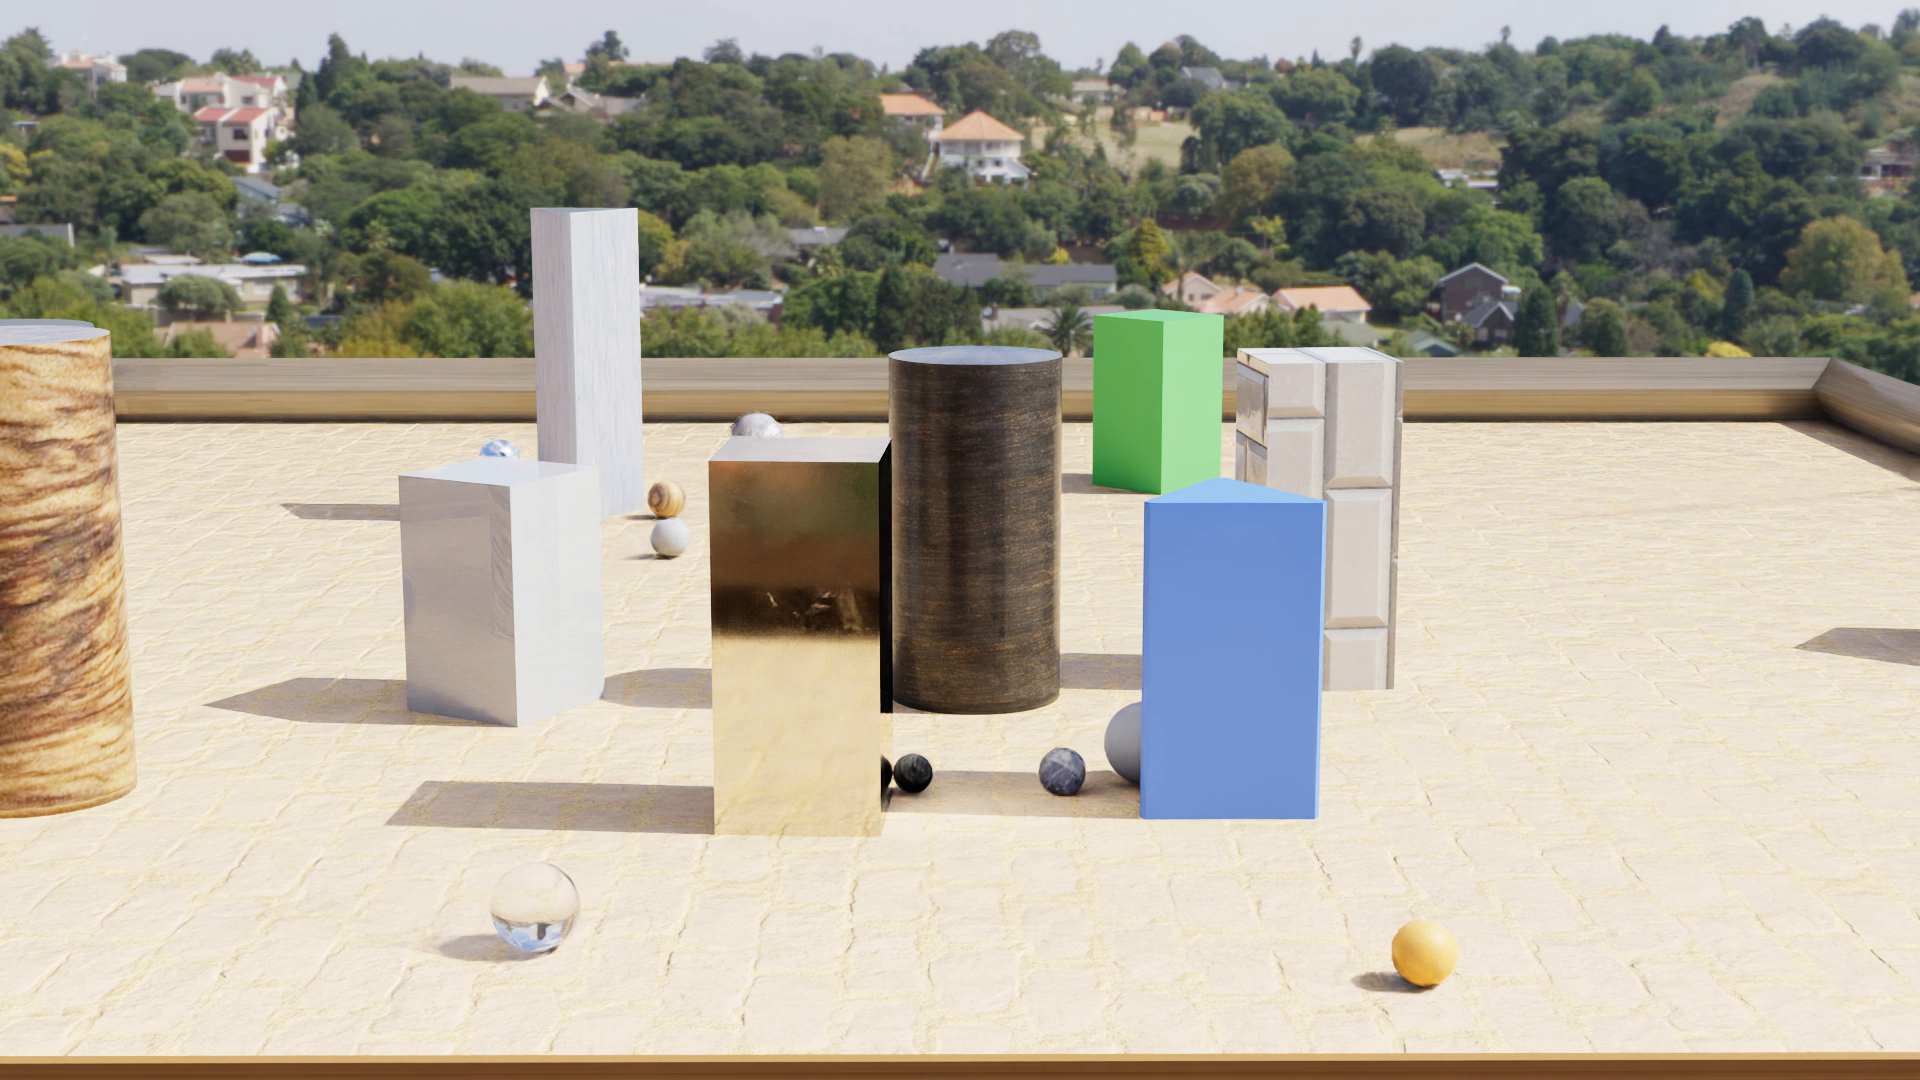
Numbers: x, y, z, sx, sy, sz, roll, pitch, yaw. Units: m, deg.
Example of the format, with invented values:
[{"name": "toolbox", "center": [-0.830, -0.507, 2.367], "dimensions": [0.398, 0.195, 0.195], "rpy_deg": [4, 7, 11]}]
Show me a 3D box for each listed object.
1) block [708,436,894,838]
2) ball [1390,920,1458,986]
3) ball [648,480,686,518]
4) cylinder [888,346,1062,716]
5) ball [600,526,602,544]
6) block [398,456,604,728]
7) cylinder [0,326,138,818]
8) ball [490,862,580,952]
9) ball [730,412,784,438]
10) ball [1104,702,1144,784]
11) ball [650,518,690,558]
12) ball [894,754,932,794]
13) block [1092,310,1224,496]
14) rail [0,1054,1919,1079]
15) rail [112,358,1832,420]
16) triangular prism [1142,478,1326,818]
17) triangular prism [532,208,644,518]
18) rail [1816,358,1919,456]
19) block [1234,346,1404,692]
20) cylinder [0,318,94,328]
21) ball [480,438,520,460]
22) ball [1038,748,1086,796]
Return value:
[{"name": "block", "center": [-0.151, 0.091, 2.503], "dimensions": [0.160, 0.363, 0.160], "rpy_deg": [1, 10, 3]}, {"name": "ball", "center": [0.372, 0.331, 2.058], "dimensions": [0.053, 0.053, 0.053], "rpy_deg": [0, 10, 0]}, {"name": "ball", "center": [-0.479, -0.067, 4.181], "dimensions": [0.062, 0.062, 0.062], "rpy_deg": [0, 10, 0]}, {"name": "cylinder", "center": [0.017, -0.016, 2.976], "dimensions": [0.200, 0.400, 0.200], "rpy_deg": [0, 10, 0]}, {"name": "ball", "center": [-0.573, -0.007, 3.757], "dimensions": [0.098, 0.098, 0.098], "rpy_deg": [0, 10, 0]}, {"name": "block", "center": [-0.523, 0.055, 2.941], "dimensions": [0.160, 0.273, 0.160], "rpy_deg": [6, 12, 29]}, {"name": "cylinder", "center": [-0.941, 0.027, 2.569], "dimensions": [0.200, 0.464, 0.200], "rpy_deg": [0, 10, 0]}, {"name": "ball", "center": [-0.354, 0.305, 2.137], "dimensions": [0.074, 0.074, 0.074], "rpy_deg": [0, 10, 0]}, {"name": "ball", "center": [-0.372, -0.184, 4.713], "dimensions": [0.100, 0.100, 0.100], "rpy_deg": [0, 10, 0]}, {"name": "ball", "center": [0.190, 0.208, 2.634], "dimensions": [0.085, 0.085, 0.085], "rpy_deg": [0, 10, 0]}, {"name": "ball", "center": [-0.435, -0.003, 3.846], "dimensions": [0.059, 0.059, 0.059], "rpy_deg": [0, 10, 0]}, {"name": "ball", "center": [-0.048, 0.237, 2.600], "dimensions": [0.040, 0.040, 0.040], "rpy_deg": [0, 10, 0]}, {"name": "block", "center": [0.346, -0.245, 4.493], "dimensions": [0.160, 0.299, 0.160], "rpy_deg": [-10, 15, -44]}, {"name": "rail", "center": [0.011, 0.375, 1.601], "dimensions": [3.638, 0.130, 0.045], "rpy_deg": [0, 10, 0]}, {"name": "rail", "center": [-0.011, -0.308, 5.297], "dimensions": [3.638, 0.130, 0.045], "rpy_deg": [0, 10, 0]}, {"name": "triangular prism", "center": [0.264, 0.105, 2.560], "dimensions": [0.173, 0.314, 0.150], "rpy_deg": [0, 10, 0]}, {"name": "triangular prism", "center": [-0.636, -0.291, 4.197], "dimensions": [0.150, 0.497, 0.173], "rpy_deg": [7, 12, 32]}, {"name": "rail", "center": [1.795, 0.031, 3.459], "dimensions": [0.045, 0.130, 3.806], "rpy_deg": [0, 10, 0]}, {"name": "block", "center": [0.424, -0.027, 3.068], "dimensions": [0.160, 0.389, 0.160], "rpy_deg": [-1, 11, -7]}, {"name": "cylinder", "center": [-1.085, -0.027, 2.941], "dimensions": [0.200, 0.435, 0.200], "rpy_deg": [0, 10, 0]}, {"name": "ball", "center": [-0.818, -0.143, 4.564], "dimensions": [0.074, 0.074, 0.074], "rpy_deg": [0, 10, 0]}, {"name": "ball", "center": [0.103, 0.234, 2.594], "dimensions": [0.048, 0.048, 0.048], "rpy_deg": [0, 10, 0]}]
